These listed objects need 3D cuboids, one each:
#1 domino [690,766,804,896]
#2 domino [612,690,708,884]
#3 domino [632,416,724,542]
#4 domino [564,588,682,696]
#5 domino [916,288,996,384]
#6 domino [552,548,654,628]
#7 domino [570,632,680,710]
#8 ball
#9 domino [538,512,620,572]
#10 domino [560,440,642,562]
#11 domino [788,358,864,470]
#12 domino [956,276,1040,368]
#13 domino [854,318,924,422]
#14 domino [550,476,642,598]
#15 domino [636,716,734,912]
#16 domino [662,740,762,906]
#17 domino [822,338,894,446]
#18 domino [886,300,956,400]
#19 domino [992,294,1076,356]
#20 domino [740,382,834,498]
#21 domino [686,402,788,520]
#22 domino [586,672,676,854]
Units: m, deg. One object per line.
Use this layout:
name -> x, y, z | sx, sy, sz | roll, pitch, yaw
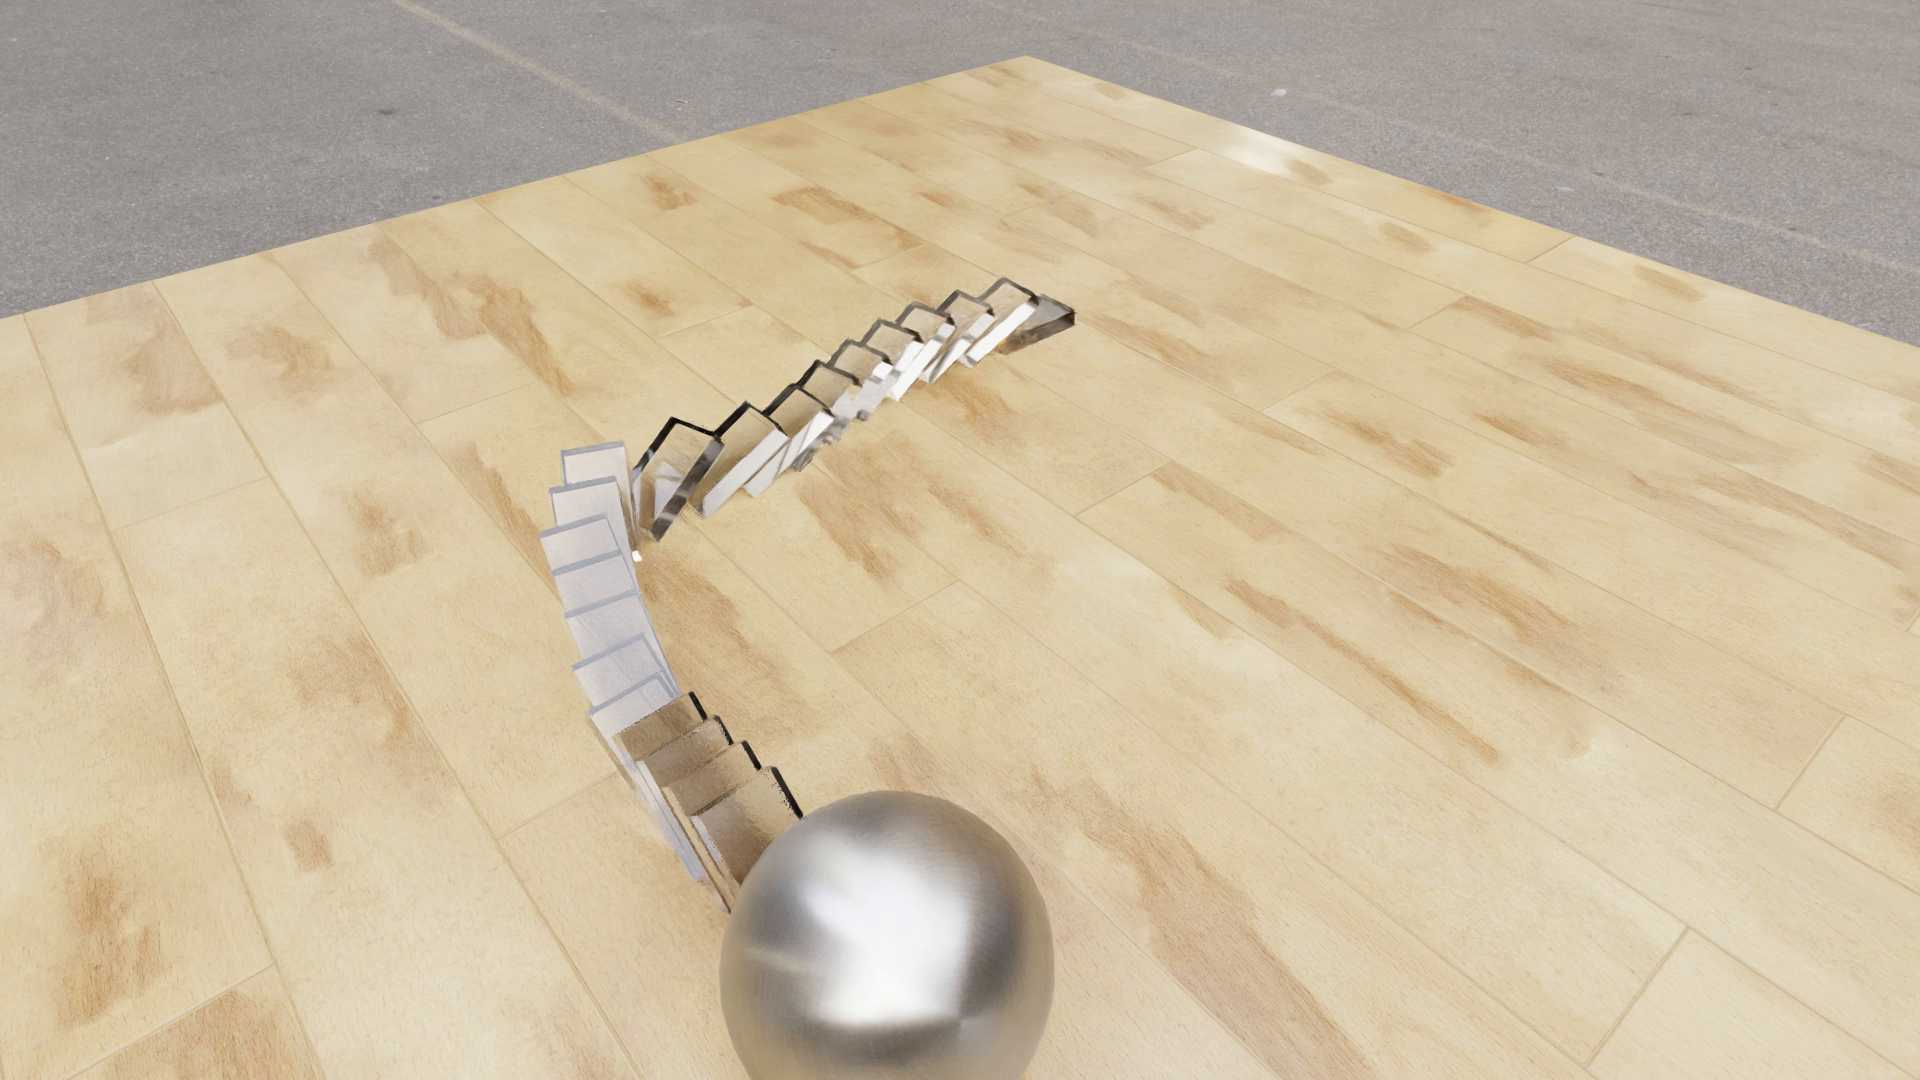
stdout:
domino -> -0.051, 0.091, 0.306 | 0.025, 0.050, 0.010 | -31, 4, -32
domino -> -0.079, 0.073, 0.328 | 0.025, 0.050, 0.010 | -31, 4, -32
domino -> -0.123, -0.026, 0.459 | 0.025, 0.010, 0.050 | 21, 69, 24
domino -> -0.113, 0.043, 0.375 | 0.025, 0.009, 0.050 | -21, 69, -24
domino -> -0.008, -0.103, 0.554 | 0.025, 0.010, 0.050 | 33, 72, 34
domino -> -0.124, 0.030, 0.391 | 0.025, 0.010, 0.050 | -20, 69, -22
domino -> -0.103, 0.057, 0.358 | 0.025, 0.010, 0.050 | -27, 71, -29
ball -> -0.017, 0.101, 0.264 | 0.080, 0.080, 0.080 | 0, 39, 0
domino -> -0.135, 0.016, 0.406 | 0.025, 0.010, 0.050 | -20, 70, -22
domino -> -0.144, -0.014, 0.442 | 0.025, 0.010, 0.050 | -11, 68, -7
domino -> -0.069, -0.057, 0.498 | 0.025, 0.010, 0.050 | 26, 70, 28
domino -> 0.014, -0.112, 0.565 | 0.050, 0.010, 0.025 | -43, 52, -12
domino -> -0.042, -0.082, 0.528 | 0.025, 0.010, 0.050 | 25, 70, 28
domino -> -0.141, 0.001, 0.424 | 0.025, 0.010, 0.050 | -13, 69, -13
domino -> -0.070, 0.079, 0.321 | 0.025, 0.050, 0.009 | -30, 3, -32
domino -> -0.061, 0.085, 0.313 | 0.025, 0.050, 0.010 | -31, 4, -32
domino -> -0.056, -0.070, 0.513 | 0.025, 0.010, 0.050 | 26, 70, 28
domino -> -0.027, -0.094, 0.542 | 0.025, 0.010, 0.050 | 26, 70, 30
domino -> 0.034, -0.115, 0.583 | 0.050, 0.010, 0.025 | -28, 47, -30
domino -> -0.081, -0.044, 0.481 | 0.025, 0.010, 0.050 | 35, 75, 34
domino -> -0.100, -0.035, 0.470 | 0.025, 0.010, 0.050 | 35, 75, 34
domino -> -0.092, 0.069, 0.342 | 0.025, 0.010, 0.050 | -31, 76, -32
